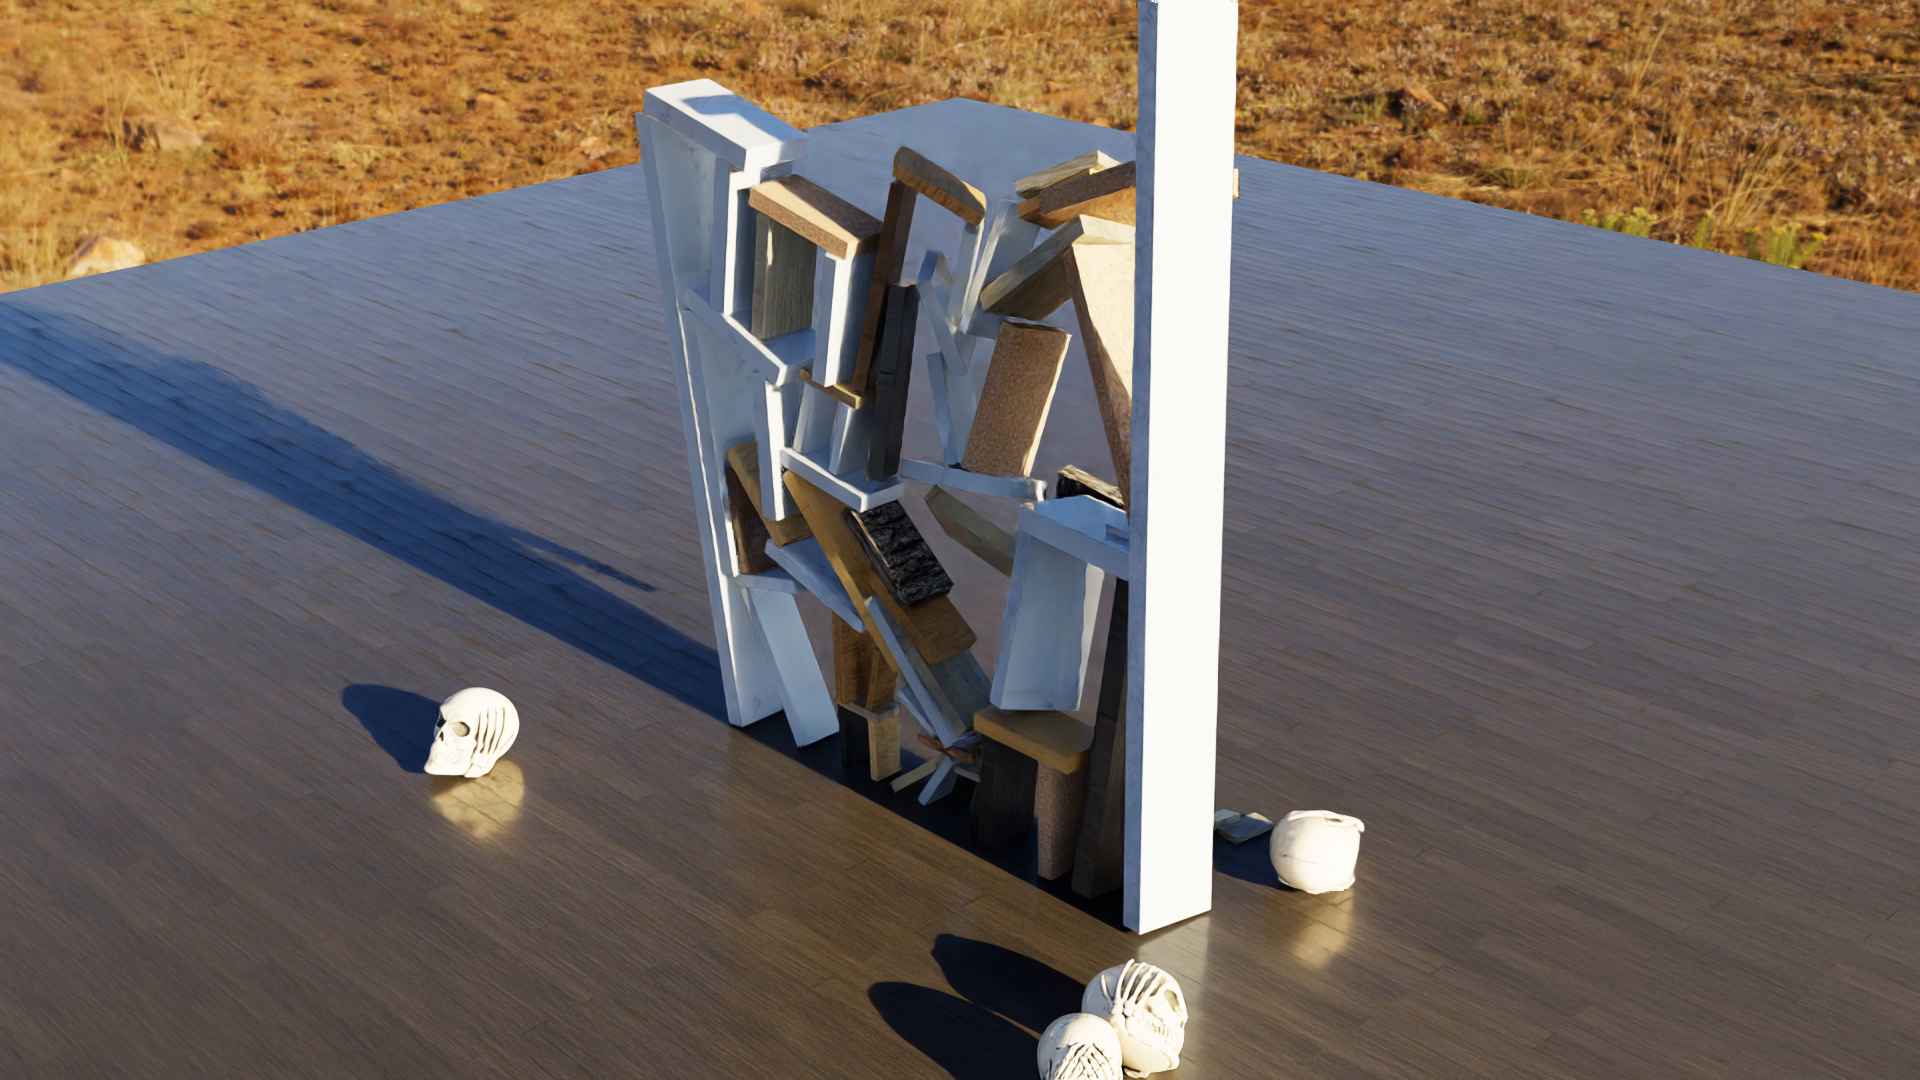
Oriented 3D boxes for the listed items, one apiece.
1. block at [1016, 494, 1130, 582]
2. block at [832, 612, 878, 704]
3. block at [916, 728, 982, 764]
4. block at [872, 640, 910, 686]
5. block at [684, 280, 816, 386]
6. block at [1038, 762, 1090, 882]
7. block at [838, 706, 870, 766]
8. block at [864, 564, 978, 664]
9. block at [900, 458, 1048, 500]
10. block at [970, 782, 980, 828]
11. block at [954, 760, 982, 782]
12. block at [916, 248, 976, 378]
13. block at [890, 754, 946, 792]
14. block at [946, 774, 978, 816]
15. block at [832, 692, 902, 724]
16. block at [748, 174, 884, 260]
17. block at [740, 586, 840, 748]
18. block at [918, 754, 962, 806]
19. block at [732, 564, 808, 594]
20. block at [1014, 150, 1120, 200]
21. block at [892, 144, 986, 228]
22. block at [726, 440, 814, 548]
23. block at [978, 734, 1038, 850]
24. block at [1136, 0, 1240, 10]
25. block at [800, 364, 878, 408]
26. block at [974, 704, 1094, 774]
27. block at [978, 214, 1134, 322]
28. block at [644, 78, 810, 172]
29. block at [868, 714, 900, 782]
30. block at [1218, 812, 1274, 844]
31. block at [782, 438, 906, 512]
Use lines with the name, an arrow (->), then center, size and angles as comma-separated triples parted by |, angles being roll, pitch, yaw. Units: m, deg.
block -> 0.284, 0.000, 4.067 | 0.172, 0.049, 0.345 | -9, 24, -39
block -> -0.213, 0.228, 4.552 | 0.103, 0.206, 0.029 | -21, 29, -41
block -> -0.003, 0.405, 4.407 | 0.079, 0.022, 0.158 | -20, 26, -39
block -> -0.117, 0.236, 4.449 | 0.061, 0.017, 0.122 | -20, 63, -41
block -> -0.408, -0.435, 4.480 | 0.153, 0.043, 0.307 | -21, 52, -41
block -> 0.205, 0.517, 4.222 | 0.125, 0.249, 0.035 | -21, 30, -41
block -> -0.222, 0.401, 4.638 | 0.068, 0.137, 0.019 | -21, 27, -41
block -> -0.079, 0.132, 4.362 | 0.116, 0.033, 0.231 | -21, 65, -41
block -> 0.027, -0.120, 4.369 | 0.264, 0.037, 0.132 | 12, 6, 33
block -> 0.052, 0.522, 4.392 | 0.054, 0.108, 0.015 | -21, 42, -41
block -> 0.046, 0.462, 4.373 | 0.108, 0.015, 0.054 | 18, 29, 42
block -> -0.026, -0.444, 4.309 | 0.032, 0.225, 0.112 | -7, 39, 19
block -> -0.068, 0.470, 4.503 | 0.079, 0.022, 0.158 | -21, -8, -41
block -> 0.007, 0.505, 4.434 | 0.054, 0.108, 0.015 | -21, 51, -41
block -> -0.193, 0.340, 4.581 | 0.137, 0.019, 0.068 | 21, 32, 41
block -> -0.271, -0.629, 4.269 | 0.260, 0.037, 0.130 | 33, 38, 27
block -> -0.363, 0.257, 4.729 | 0.103, 0.362, 0.029 | -21, 2, -41
block -> -0.022, 0.475, 4.456 | 0.079, 0.158, 0.022 | -21, 64, -41
block -> -0.379, 0.075, 4.670 | 0.103, 0.029, 0.206 | -21, 19, -41
block -> 0.209, -0.687, 4.194 | 0.188, 0.027, 0.094 | -16, -19, 33
block -> -0.038, -0.669, 4.152 | 0.189, 0.027, 0.094 | 29, 30, -17
block -> -0.384, -0.104, 4.592 | 0.116, 0.231, 0.033 | -21, -14, -41
block -> 0.095, 0.475, 4.320 | 0.035, 0.249, 0.125 | 25, 33, 39
block -> 0.386, -0.923, 3.626 | 0.172, 0.049, 0.344 | -9, 4, 2
block -> -0.232, -0.309, 4.343 | 0.161, 0.023, 0.081 | 30, 36, 34
block -> 0.158, 0.368, 4.206 | 0.125, 0.035, 0.249 | -21, 31, -40
block -> 0.189, -0.517, 4.210 | 0.148, 0.042, 0.297 | 5, -28, -41
block -> -0.466, -0.828, 4.371 | 0.160, 0.045, 0.320 | -21, 44, -41
block -> -0.157, 0.427, 4.578 | 0.019, 0.137, 0.068 | 18, 29, 41
block -> 0.570, 0.575, 4.388 | 0.102, 0.014, 0.051 | -17, 28, -34
block -> -0.236, -0.135, 4.425 | 0.237, 0.034, 0.118 | 31, 37, 35
